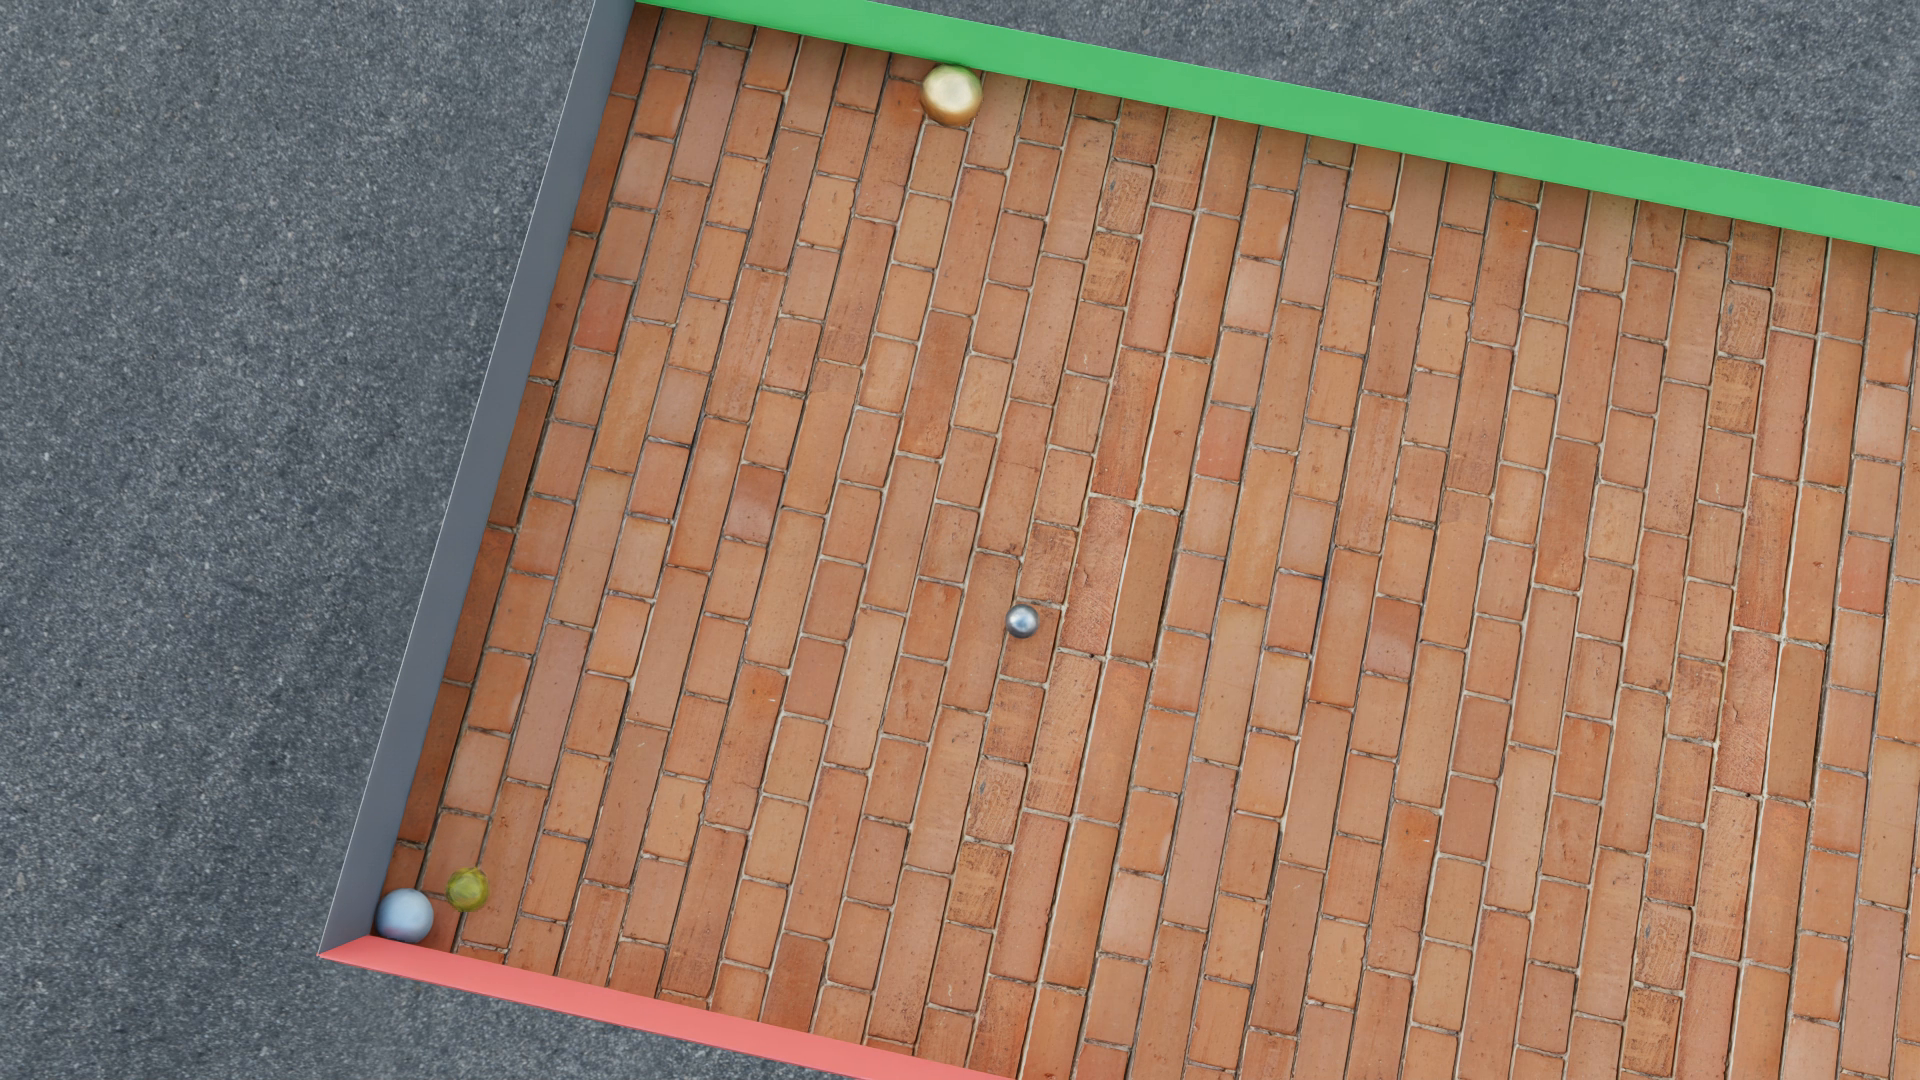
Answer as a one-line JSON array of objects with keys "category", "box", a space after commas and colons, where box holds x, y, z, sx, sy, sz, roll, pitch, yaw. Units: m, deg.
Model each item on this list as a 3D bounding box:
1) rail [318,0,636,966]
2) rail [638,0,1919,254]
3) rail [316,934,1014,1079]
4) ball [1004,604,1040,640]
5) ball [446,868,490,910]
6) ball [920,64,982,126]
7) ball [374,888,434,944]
[{"category": "rail", "box": [-0.711, -0.157, 3.366, 0.045, 0.128, 1.624, 12, 75, 3]}, {"category": "rail", "box": [0.901, -0.597, 3.487, 3.004, 0.128, 0.045, 12, 75, 3]}, {"category": "rail", "box": [0.566, 0.888, 3.078, 3.004, 0.128, 0.045, 12, 75, 3]}, {"category": "ball", "box": [0.094, 0.123, 3.328, 0.054, 0.054, 0.054, 0, 75, 0]}, {"category": "ball", "box": [-0.720, 0.510, 3.217, 0.063, 0.063, 0.063, 0, 75, 0]}, {"category": "ball", "box": [-0.015, -0.716, 3.536, 0.099, 0.099, 0.099, 0, 75, 0]}, {"category": "ball", "box": [-0.808, 0.548, 3.196, 0.083, 0.083, 0.083, 0, 75, 0]}]
